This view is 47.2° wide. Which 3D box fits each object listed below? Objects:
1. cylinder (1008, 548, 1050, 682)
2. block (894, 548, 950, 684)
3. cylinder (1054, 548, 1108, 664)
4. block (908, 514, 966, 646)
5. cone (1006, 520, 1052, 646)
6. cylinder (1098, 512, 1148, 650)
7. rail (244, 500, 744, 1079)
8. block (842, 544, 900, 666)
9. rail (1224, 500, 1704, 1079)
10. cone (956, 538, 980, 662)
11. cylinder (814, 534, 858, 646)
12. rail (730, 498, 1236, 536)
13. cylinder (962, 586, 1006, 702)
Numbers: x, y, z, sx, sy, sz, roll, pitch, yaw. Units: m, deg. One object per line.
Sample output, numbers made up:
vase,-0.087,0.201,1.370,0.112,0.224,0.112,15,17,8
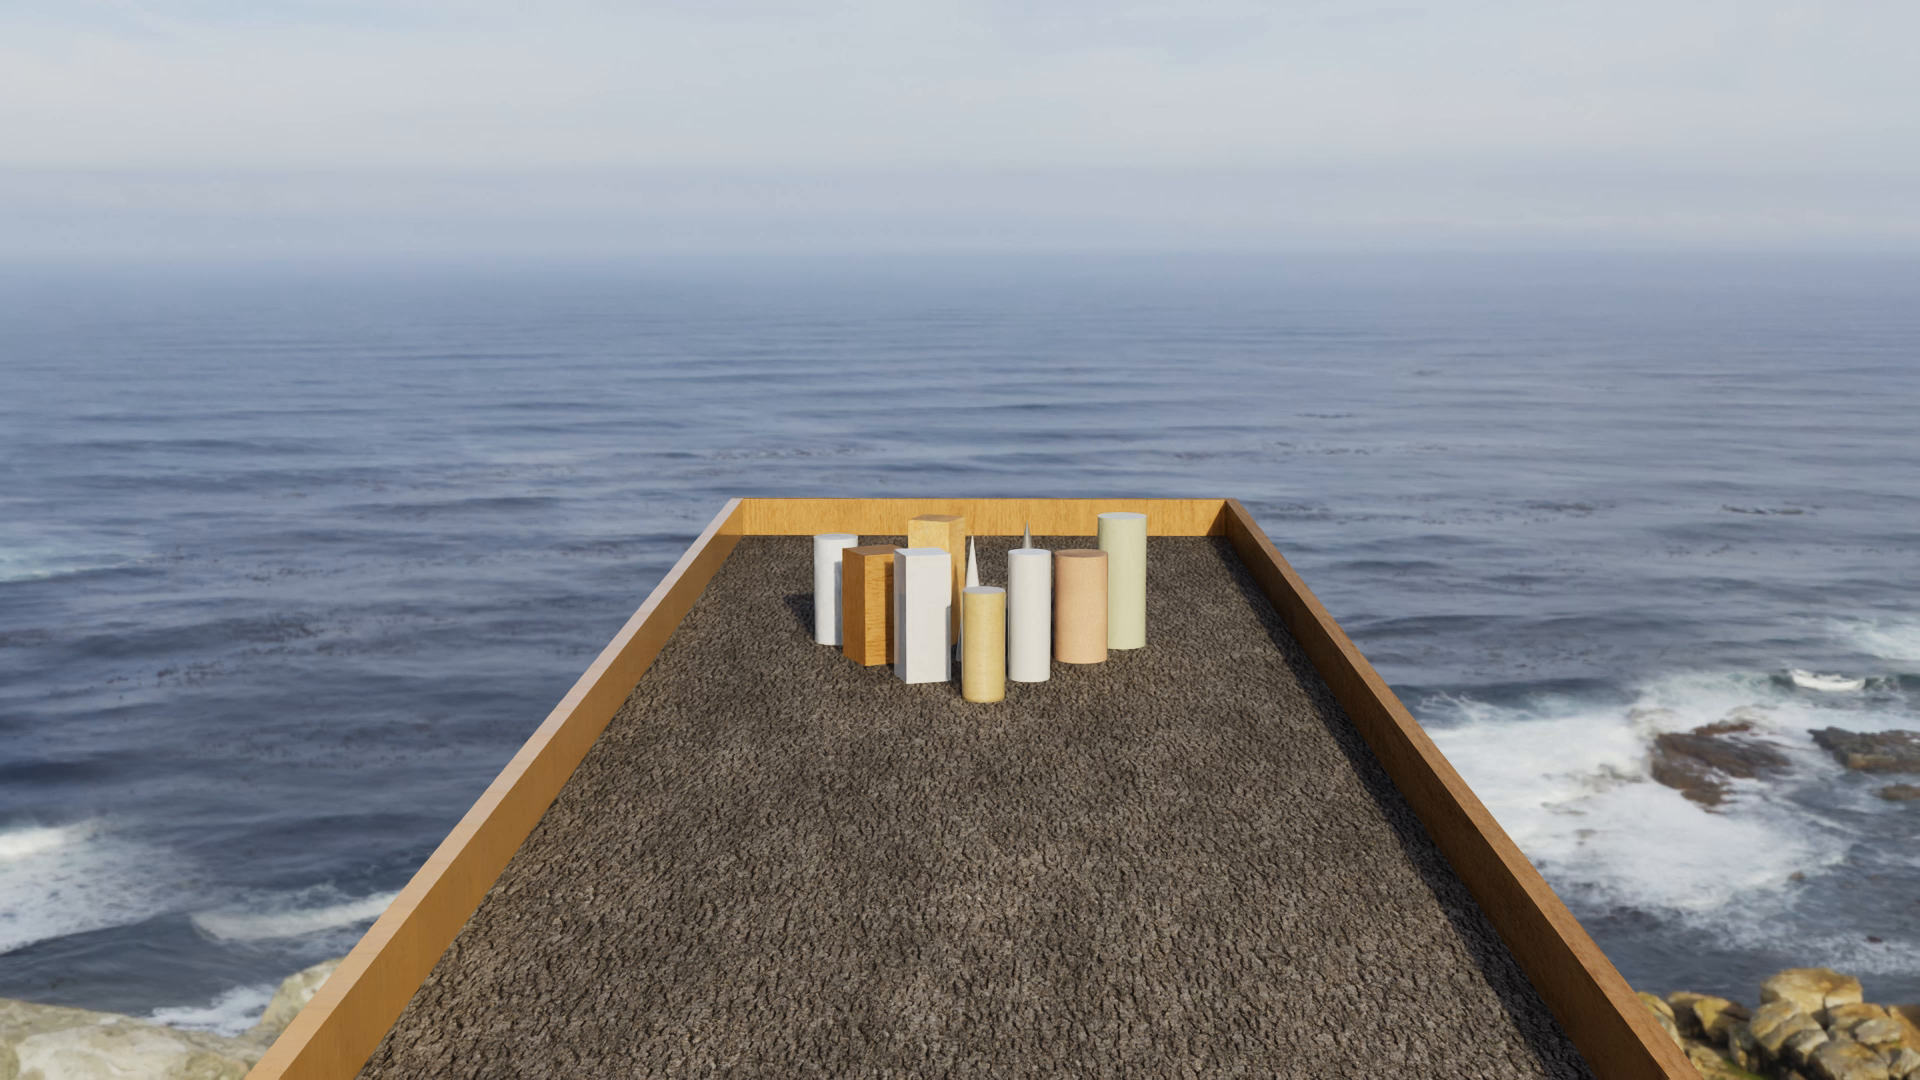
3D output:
cylinder,0.203,0.219,6.432,0.124,0.374,0.124,0,9,0
block,-0.110,0.219,6.432,0.134,0.374,0.134,-3,9,-17
cylinder,0.369,0.201,6.708,0.165,0.324,0.165,0,9,0
block,-0.073,0.127,6.944,0.136,0.396,0.136,4,10,22
cone,0.210,0.129,6.933,0.158,0.394,0.158,0,9,0
cylinder,0.507,0.127,6.905,0.155,0.409,0.155,0,9,0
rail,-1.004,0.839,3.234,0.050,0.150,12.000,0,9,1
block,-0.248,0.196,6.700,0.165,0.336,0.165,-5,10,-27
rail,1.046,0.843,3.208,0.050,0.150,12.000,0,9,1
cone,0.037,0.172,6.680,0.104,0.389,0.104,0,9,0
cylinder,-0.392,0.155,6.965,0.140,0.335,0.140,0,9,0
rail,0.099,-0.098,9.147,2.100,0.150,0.050,0,9,1
cylinder,0.066,0.292,6.181,0.122,0.308,0.122,0,9,0
